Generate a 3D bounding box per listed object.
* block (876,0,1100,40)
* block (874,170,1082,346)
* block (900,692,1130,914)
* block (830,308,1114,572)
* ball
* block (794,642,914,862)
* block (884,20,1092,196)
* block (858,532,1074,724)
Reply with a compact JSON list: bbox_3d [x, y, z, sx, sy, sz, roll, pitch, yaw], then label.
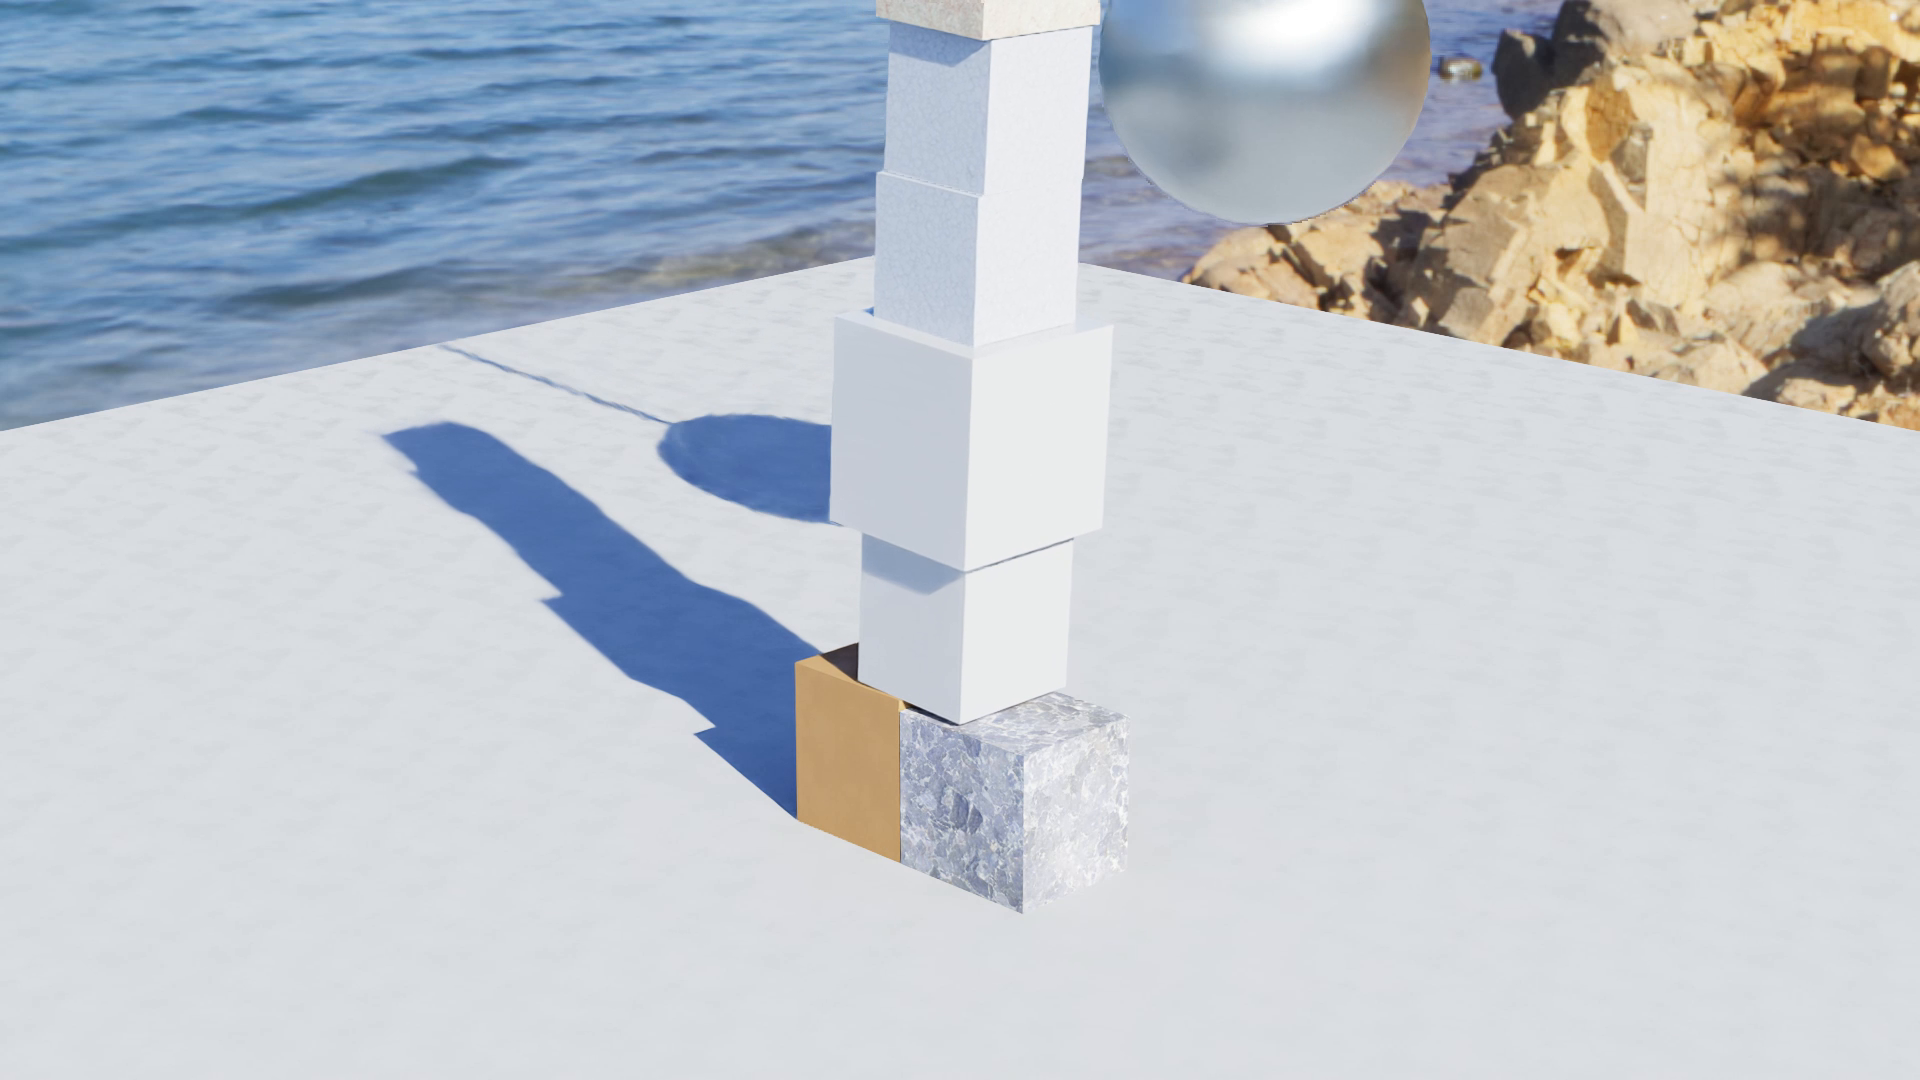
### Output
[{"bbox_3d":[0.134,-2.536,12.389,0.635,0.679,0.719,21,27,41],"label":"block"},{"bbox_3d":[0.073,-1.280,12.848,0.622,0.648,0.637,20,26,41],"label":"block"},{"bbox_3d":[0.248,1.149,13.430,0.692,0.754,0.783,-17,24,-42],"label":"block"},{"bbox_3d":[0.045,-0.522,13.117,0.862,0.956,0.883,21,27,41],"label":"block"},{"bbox_3d":[1.467,-2.326,14.148,1.600,1.600,1.600,0,17,0],"label":"ball"},{"bbox_3d":[-0.287,0.964,13.928,0.683,0.805,0.708,-17,24,-42],"label":"block"},{"bbox_3d":[0.119,-1.908,12.633,0.606,0.665,0.619,21,26,41],"label":"block"},{"bbox_3d":[0.024,0.294,13.422,0.691,0.786,0.667,-17,27,-42],"label":"block"}]
